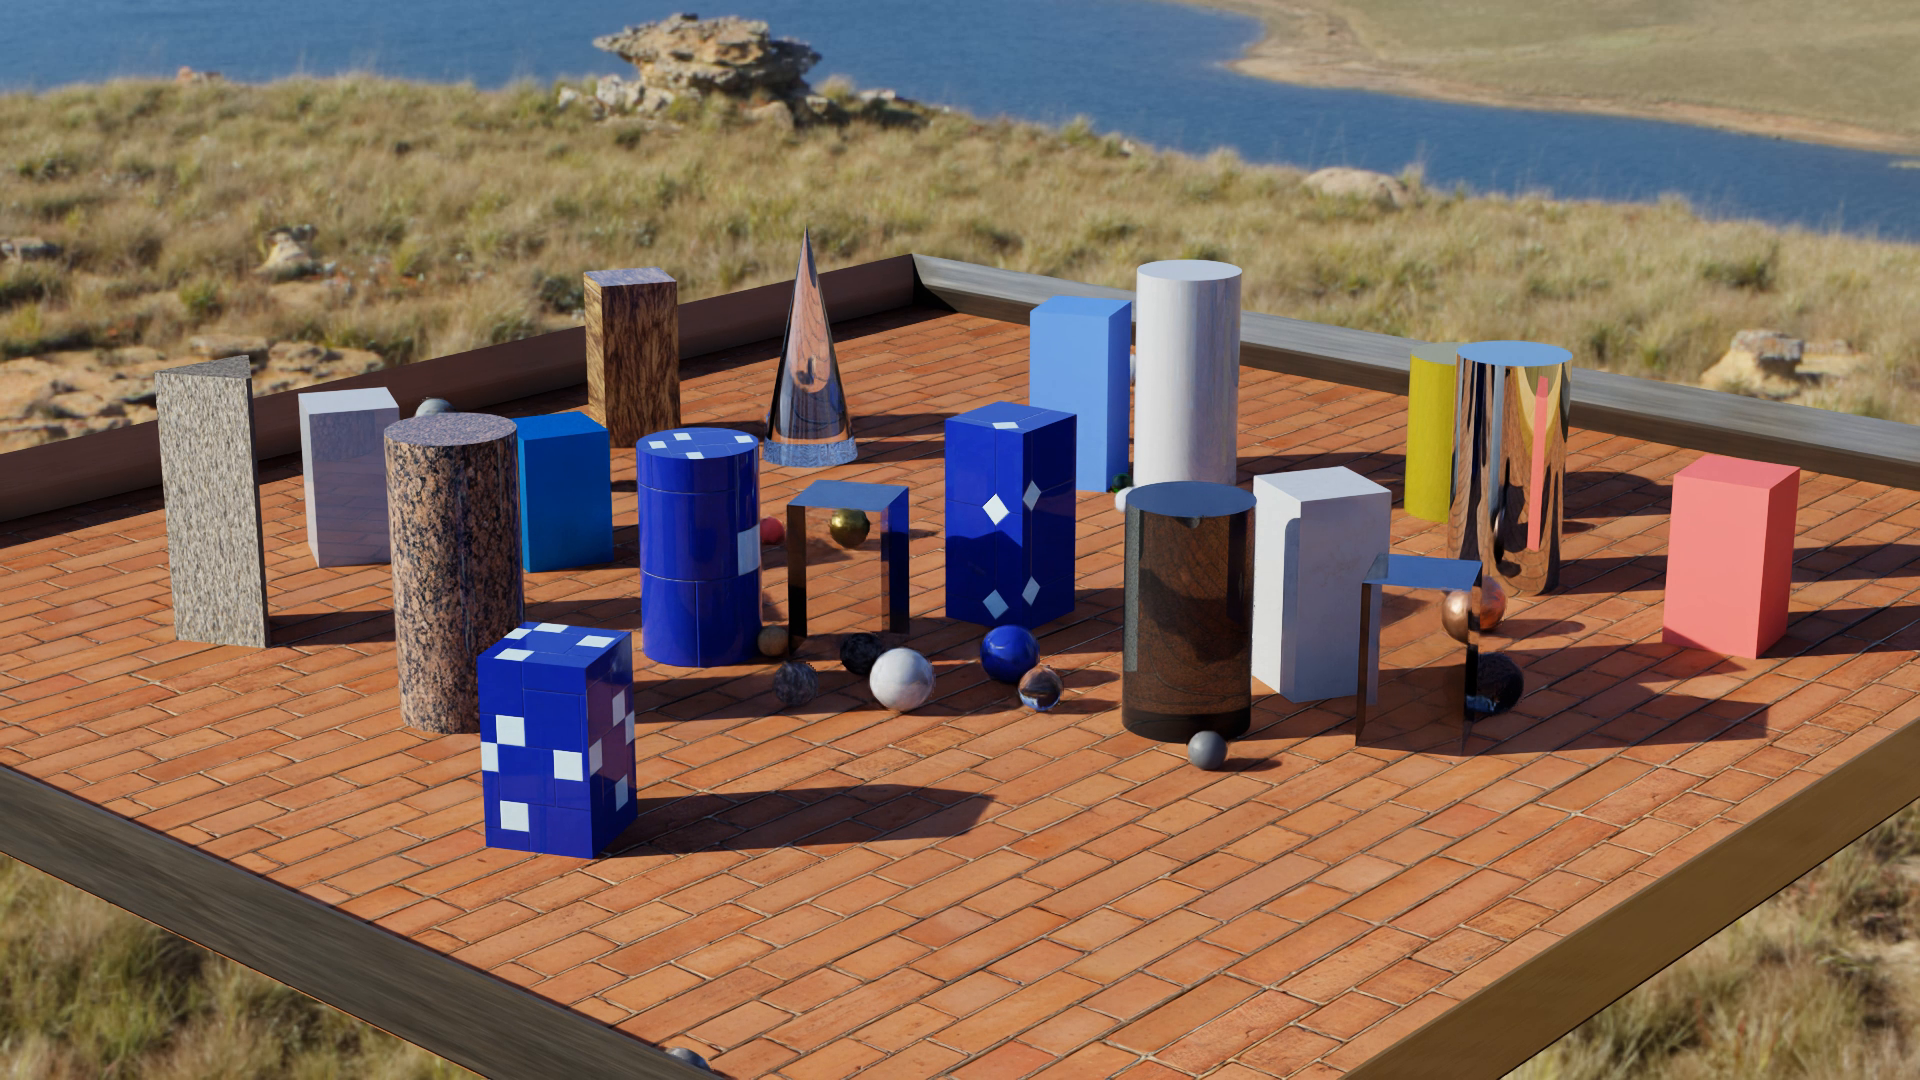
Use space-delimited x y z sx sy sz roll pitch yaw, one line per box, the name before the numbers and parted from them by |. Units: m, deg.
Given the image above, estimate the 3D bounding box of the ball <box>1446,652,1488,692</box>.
ball | 0.802 0.209 4.648 0.066 0.066 0.066 0 17 0

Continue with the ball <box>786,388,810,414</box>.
ball | -0.353 -0.303 6.367 0.054 0.054 0.054 0 17 0

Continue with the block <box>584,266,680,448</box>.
block | -0.685 -0.383 6.131 0.159 0.343 0.159 -6 18 -19

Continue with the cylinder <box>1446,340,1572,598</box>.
cylinder | 0.964 -0.126 5.157 0.199 0.414 0.199 0 17 0

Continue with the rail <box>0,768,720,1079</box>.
rail | -1.125 0.406 3.879 3.342 0.129 0.045 14 22 39

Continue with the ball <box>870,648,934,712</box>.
ball | -0.091 0.217 4.563 0.099 0.099 0.099 0 17 0

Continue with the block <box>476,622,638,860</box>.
block | -0.555 0.275 4.061 0.159 0.277 0.159 5 17 16

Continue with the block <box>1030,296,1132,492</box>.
block | 0.238 -0.291 5.812 0.159 0.352 0.159 6 18 19

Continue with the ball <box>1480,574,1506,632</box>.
ball | 0.868 0.106 4.931 0.100 0.100 0.100 0 17 0

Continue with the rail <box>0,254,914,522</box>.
rail | -1.244 -0.279 6.154 0.045 0.129 3.480 14 22 39

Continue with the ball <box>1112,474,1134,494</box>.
ball | 0.320 -0.107 5.736 0.042 0.042 0.042 0 17 0

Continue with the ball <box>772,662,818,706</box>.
ball | -0.258 0.225 4.588 0.069 0.069 0.069 0 17 0

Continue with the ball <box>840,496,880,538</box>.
ball | -0.187 -0.043 5.466 0.076 0.076 0.076 0 17 0

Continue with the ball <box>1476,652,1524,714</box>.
ball | 0.826 0.222 4.550 0.096 0.096 0.096 0 17 0

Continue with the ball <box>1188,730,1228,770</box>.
ball | 0.366 0.309 4.328 0.058 0.058 0.058 0 17 0

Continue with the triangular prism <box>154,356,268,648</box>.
triangular prism | -1.210 -0.068 4.887 0.172 0.458 0.149 5 17 15

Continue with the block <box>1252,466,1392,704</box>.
block | 0.569 0.069 4.655 0.159 0.329 0.159 -6 18 -20

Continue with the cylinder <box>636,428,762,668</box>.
cylinder | -0.426 0.011 4.810 0.199 0.352 0.199 0 17 0

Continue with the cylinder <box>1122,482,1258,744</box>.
cylinder | 0.349 0.109 4.474 0.199 0.357 0.199 0 17 0

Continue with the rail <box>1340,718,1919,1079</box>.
rail | 1.244 0.344 4.086 0.045 0.129 3.480 14 22 39

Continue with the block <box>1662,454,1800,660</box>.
block | 1.280 0.025 4.869 0.159 0.289 0.159 11 20 31

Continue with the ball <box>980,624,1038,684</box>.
ball | 0.079 0.182 4.687 0.094 0.094 0.094 0 17 0

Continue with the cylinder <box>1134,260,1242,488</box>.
cylinder | 0.435 -0.291 5.620 0.199 0.461 0.199 0 17 0

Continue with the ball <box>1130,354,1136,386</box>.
ball | 0.386 -0.382 6.601 0.072 0.072 0.072 0 17 0

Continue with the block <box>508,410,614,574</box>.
block | -0.736 -0.089 5.324 0.159 0.246 0.159 -8 19 -25

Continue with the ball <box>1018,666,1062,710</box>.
ball | 0.125 0.231 4.568 0.068 0.068 0.068 0 17 0

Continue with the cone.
cone | -0.309 -0.407 5.967 0.199 0.483 0.199 0 17 0

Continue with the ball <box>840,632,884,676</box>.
ball | -0.158 0.184 4.725 0.070 0.070 0.070 0 17 0

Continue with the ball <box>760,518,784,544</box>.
ball | -0.351 -0.017 5.422 0.050 0.050 0.050 0 17 0

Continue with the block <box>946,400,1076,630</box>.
block | 0.086 -0.041 4.986 0.159 0.348 0.159 12 20 34

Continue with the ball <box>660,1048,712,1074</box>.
ball | -0.317 0.610 3.287 0.082 0.082 0.082 0 17 0

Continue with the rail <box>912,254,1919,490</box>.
rail | 1.125 -0.341 6.361 3.342 0.129 0.045 14 22 39

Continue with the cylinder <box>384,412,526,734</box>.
cylinder | -0.771 0.050 4.501 0.199 0.455 0.199 0 17 0

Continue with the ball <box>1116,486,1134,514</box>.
ball | 0.324 -0.075 5.611 0.054 0.054 0.054 0 17 0

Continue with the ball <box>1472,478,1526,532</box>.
ball | 1.011 -0.066 5.502 0.099 0.099 0.099 0 17 0

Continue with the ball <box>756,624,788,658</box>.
ball | -0.307 0.166 4.813 0.053 0.053 0.053 0 17 0

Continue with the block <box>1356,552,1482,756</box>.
block | 0.695 0.172 4.437 0.159 0.259 0.159 5 17 16

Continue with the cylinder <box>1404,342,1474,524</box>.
cylinder | 0.955 -0.206 5.606 0.199 0.307 0.199 0 17 0

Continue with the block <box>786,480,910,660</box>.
block | -0.183 0.051 4.838 0.159 0.259 0.159 5 17 15

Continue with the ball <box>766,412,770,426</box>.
ball | -0.379 -0.249 6.173 0.062 0.062 0.062 0 17 0

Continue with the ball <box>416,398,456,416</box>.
ball | -1.096 -0.252 6.135 0.090 0.090 0.090 0 17 0

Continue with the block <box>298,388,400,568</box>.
block | -1.106 -0.115 5.343 0.159 0.286 0.159 -6 18 -18
